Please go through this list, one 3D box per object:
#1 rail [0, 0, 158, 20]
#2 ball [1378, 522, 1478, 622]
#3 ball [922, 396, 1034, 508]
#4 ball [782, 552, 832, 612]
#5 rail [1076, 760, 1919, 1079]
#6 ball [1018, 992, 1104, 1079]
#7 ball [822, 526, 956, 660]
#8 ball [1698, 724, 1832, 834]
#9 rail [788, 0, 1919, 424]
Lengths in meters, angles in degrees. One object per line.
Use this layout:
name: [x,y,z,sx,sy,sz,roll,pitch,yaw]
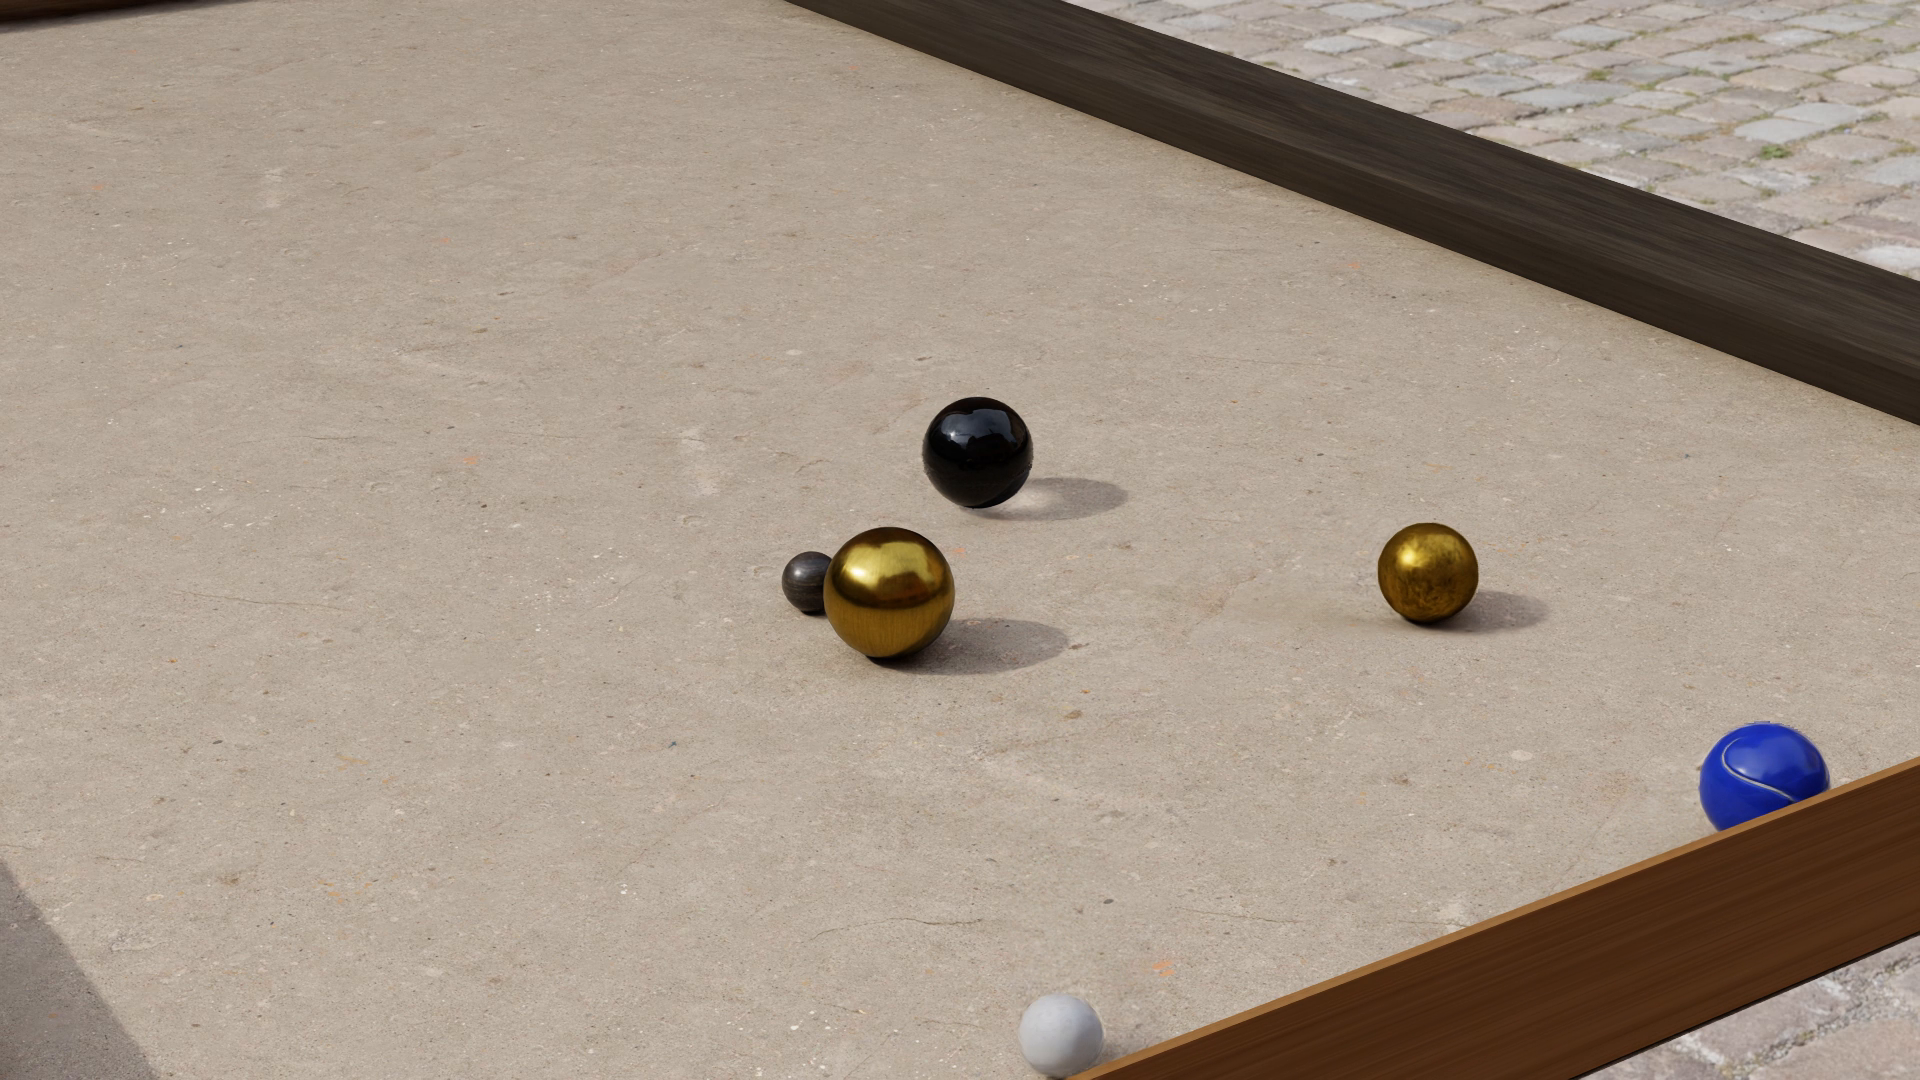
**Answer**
rail: [-1.262,-0.782,4.055,1.823,0.128,0.045,-15,27,-30]
ball: [0.356,0.025,2.241,0.077,0.077,0.077,0,23,0]
ball: [0.015,-0.073,2.447,0.093,0.093,0.093,0,23,0]
ball: [-0.114,0.032,2.261,0.047,0.047,0.047,0,23,0]
rail: [0.412,0.222,1.713,1.823,0.128,0.045,-15,27,-30]
ball: [0.057,0.282,1.675,0.048,0.048,0.048,0,23,0]
ball: [-0.053,0.039,2.179,0.098,0.098,0.098,0,23,0]
ball: [0.524,0.161,1.913,0.084,0.084,0.084,0,23,0]
rail: [0.317,-0.473,3.333,0.045,0.128,3.096,-15,27,-30]
